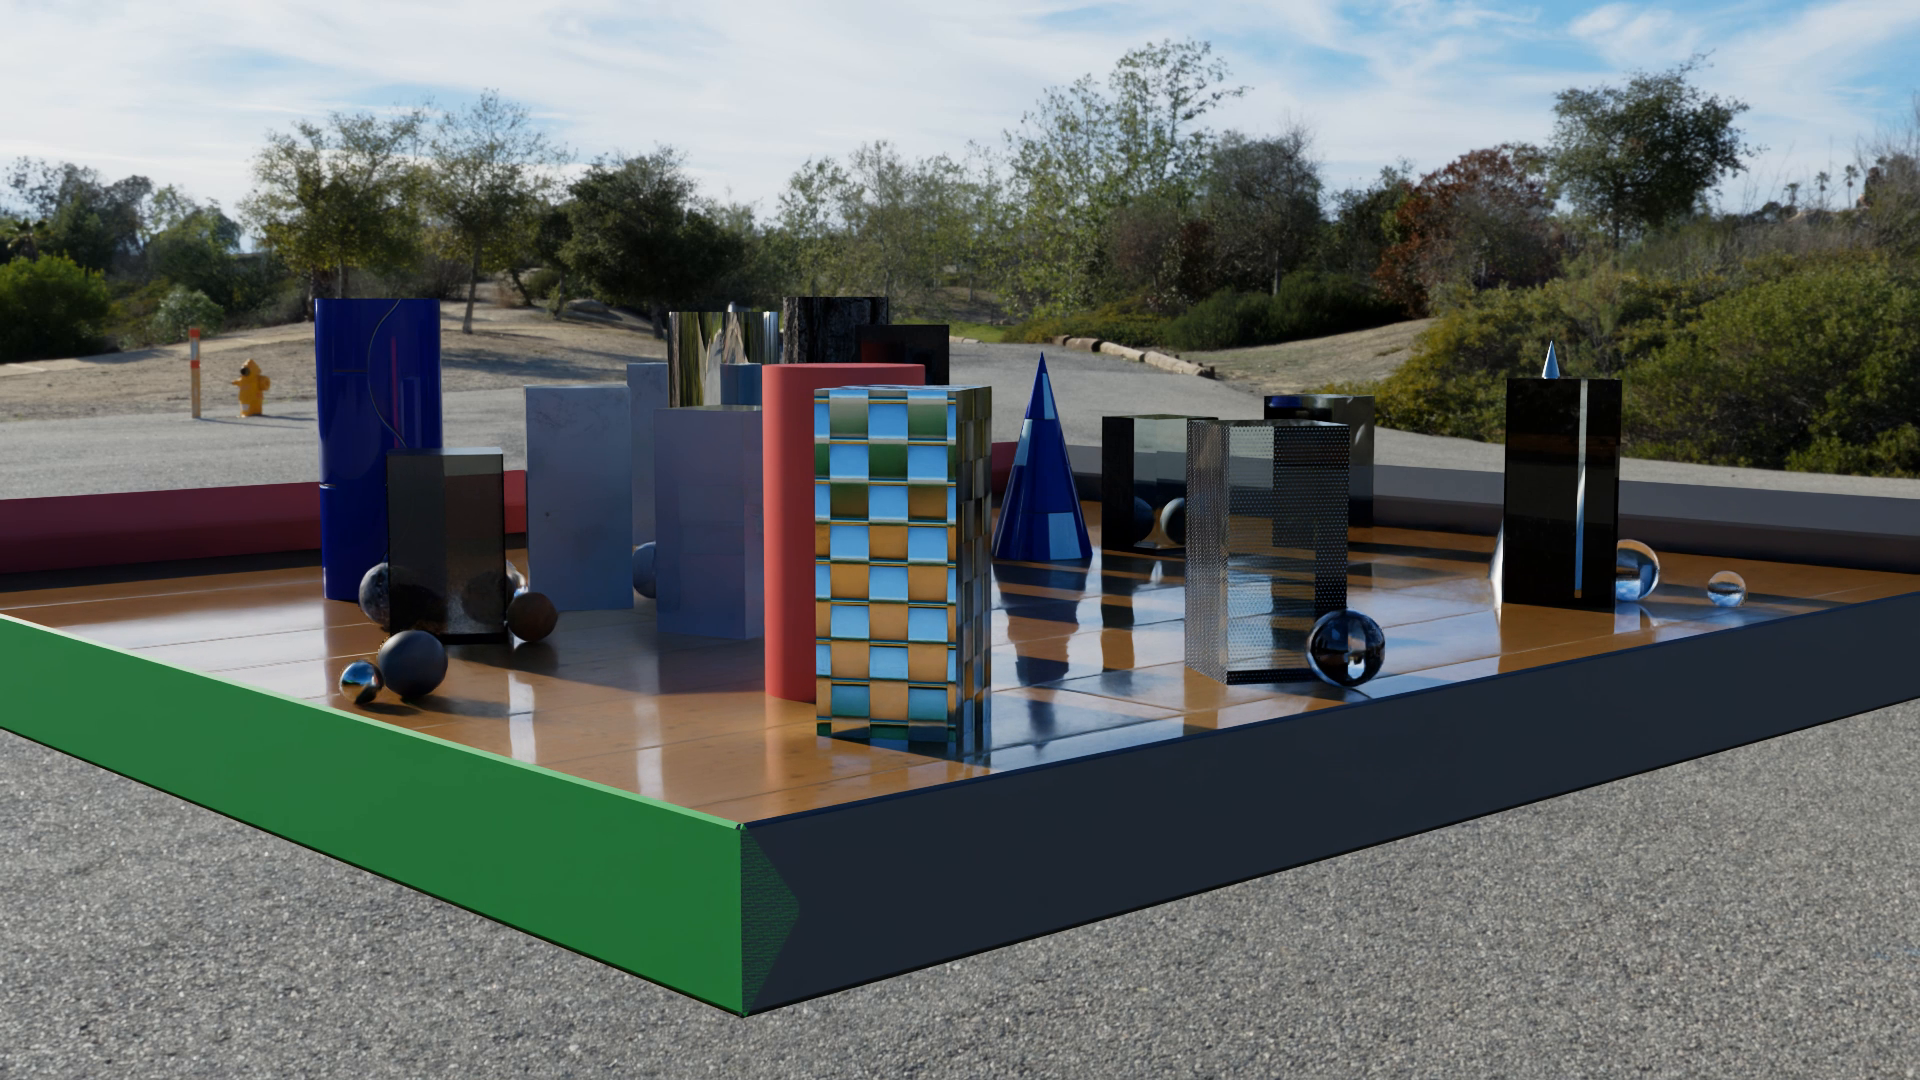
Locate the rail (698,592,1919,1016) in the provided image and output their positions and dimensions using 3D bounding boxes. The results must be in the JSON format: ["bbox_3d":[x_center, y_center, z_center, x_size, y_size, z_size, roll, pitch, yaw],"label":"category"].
[{"bbox_3d":[0.902,0.135,2.360,2.870,0.122,0.045,-6,8,-42],"label":"rail"}]

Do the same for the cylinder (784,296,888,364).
[{"bbox_3d":[-0.221,-0.203,3.938,0.188,0.462,0.188,0,6,0],"label":"cylinder"}]

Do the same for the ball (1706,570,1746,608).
[{"bbox_3d":[1.139,0.073,3.267,0.055,0.055,0.055,0,6,0],"label":"ball"}]

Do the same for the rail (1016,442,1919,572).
[{"bbox_3d":[1.037,-0.069,4.284,0.045,0.122,2.708,-6,8,-42],"label":"rail"}]

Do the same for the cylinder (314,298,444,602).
[{"bbox_3d":[-0.896,-0.144,3.405,0.188,0.457,0.188,0,6,0],"label":"cylinder"}]

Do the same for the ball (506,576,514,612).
[{"bbox_3d":[-0.676,0.076,3.144,0.075,0.075,0.075,0,6,0],"label":"ball"}]

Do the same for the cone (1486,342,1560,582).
[{"bbox_3d":[0.963,-0.132,3.597,0.188,0.394,0.188,0,6,0],"label":"cone"}]

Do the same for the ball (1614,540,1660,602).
[{"bbox_3d":[1.013,0.047,3.335,0.094,0.094,0.094,0,6,0],"label":"ball"}]

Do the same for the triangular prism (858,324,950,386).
[{"bbox_3d":[-0.121,-0.135,3.518,0.163,0.417,0.141,-3,7,-29],"label":"triangular prism"}]

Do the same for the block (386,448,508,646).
[{"bbox_3d":[-0.692,0.006,2.965,0.150,0.252,0.150,-1,6,-13],"label":"block"}]

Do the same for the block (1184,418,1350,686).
[{"bbox_3d":[0.371,0.010,2.672,0.150,0.306,0.150,-1,6,-13],"label":"block"}]

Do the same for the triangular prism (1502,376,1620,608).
[{"bbox_3d":[0.921,-0.078,3.349,0.163,0.339,0.141,2,6,20],"label":"triangular prism"}]

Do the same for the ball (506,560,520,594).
[{"bbox_3d":[-0.702,0.061,3.339,0.065,0.065,0.065,0,6,0],"label":"ball"}]

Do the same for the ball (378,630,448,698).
[{"bbox_3d":[-0.626,0.141,2.517,0.078,0.078,0.078,0,6,0],"label":"ball"}]

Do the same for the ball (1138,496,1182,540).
[{"bbox_3d":[0.384,-0.043,4.213,0.087,0.087,0.087,0,6,0],"label":"ball"}]

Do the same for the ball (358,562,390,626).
[{"bbox_3d":[-0.793,0.075,3.075,0.091,0.091,0.091,0,6,0],"label":"ball"}]

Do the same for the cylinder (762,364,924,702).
[{"bbox_3d":[-0.134,-0.013,2.553,0.188,0.378,0.188,0,6,0],"label":"cylinder"}]

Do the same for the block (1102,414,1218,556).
[{"bbox_3d":[0.366,-0.104,4.036,0.150,0.245,0.150,-5,8,-37],"label":"block"}]

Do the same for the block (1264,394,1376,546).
[{"bbox_3d":[0.676,-0.133,4.148,0.150,0.279,0.150,5,8,40],"label":"block"}]

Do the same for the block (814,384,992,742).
[{"bbox_3d":[-0.058,0.019,2.328,0.150,0.360,0.150,2,6,15],"label":"block"}]

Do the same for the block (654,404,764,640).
[{"bbox_3d":[-0.315,-0.029,3.041,0.150,0.307,0.150,4,7,30],"label":"block"}]

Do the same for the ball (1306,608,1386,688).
[{"bbox_3d":[0.452,0.127,2.578,0.093,0.093,0.093,0,6,0],"label":"ball"}]

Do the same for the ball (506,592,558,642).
[{"bbox_3d":[-0.572,0.102,2.940,0.067,0.067,0.067,0,6,0],"label":"ball"}]

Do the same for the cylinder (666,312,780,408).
[{"bbox_3d":[-0.398,-0.166,3.717,0.188,0.437,0.188,0,6,0],"label":"cylinder"}]

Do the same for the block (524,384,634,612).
[{"bbox_3d":[-0.573,-0.067,3.297,0.150,0.327,0.150,-1,6,-12],"label":"block"}]

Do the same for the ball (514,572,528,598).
[{"bbox_3d":[-0.688,0.068,3.389,0.040,0.040,0.040,0,6,0],"label":"ball"}]

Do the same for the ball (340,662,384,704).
[{"bbox_3d":[-0.674,0.161,2.477,0.048,0.048,0.048,0,6,0],"label":"ball"}]

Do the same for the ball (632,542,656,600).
[{"bbox_3d":[-0.463,0.046,3.365,0.088,0.088,0.088,0,6,0],"label":"ball"}]

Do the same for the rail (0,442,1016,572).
[{"bbox_3d":[-0.902,-0.071,4.304,2.870,0.122,0.045,-6,8,-42],"label":"rail"}]

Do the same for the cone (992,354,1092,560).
[{"bbox_3d":[0.147,-0.157,3.953,0.188,0.369,0.188,0,6,0],"label":"cone"}]

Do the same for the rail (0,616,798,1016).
[{"bbox_3d":[-1.037,0.133,2.380,0.045,0.122,2.708,-6,8,-42],"label":"rail"}]

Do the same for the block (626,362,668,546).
[{"bbox_3d":[-0.529,-0.165,4.170,0.150,0.339,0.150,2,6,15],"label":"block"}]
